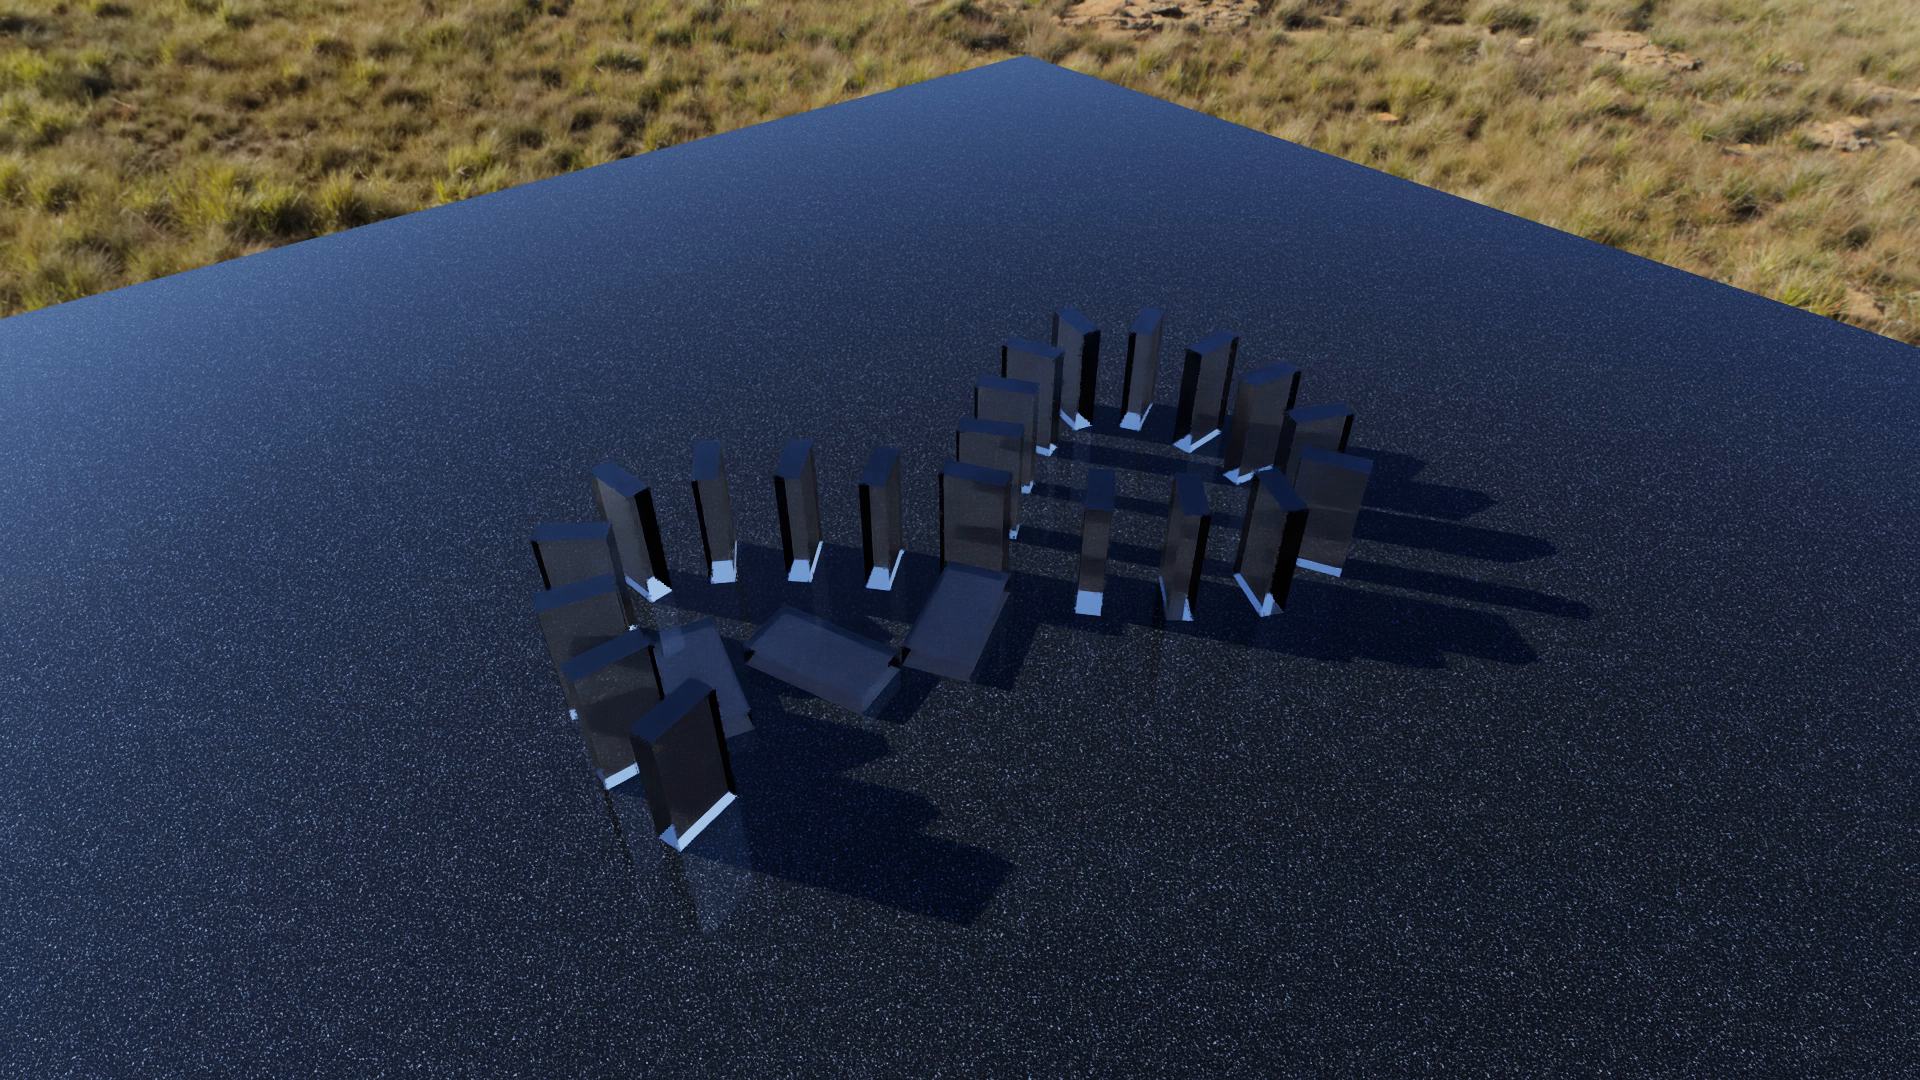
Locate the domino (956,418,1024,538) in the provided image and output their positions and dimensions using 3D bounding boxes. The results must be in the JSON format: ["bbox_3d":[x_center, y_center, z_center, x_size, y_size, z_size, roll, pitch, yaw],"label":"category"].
[{"bbox_3d":[0.012,-0.024,0.441,0.025,0.050,0.009,7,40,9],"label":"domino"}]

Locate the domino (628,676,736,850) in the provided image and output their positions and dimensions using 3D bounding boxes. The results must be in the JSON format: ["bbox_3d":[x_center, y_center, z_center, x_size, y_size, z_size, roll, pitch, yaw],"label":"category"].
[{"bbox_3d":[-0.082,0.067,0.329,0.009,0.050,0.025,23,45,26],"label":"domino"}]

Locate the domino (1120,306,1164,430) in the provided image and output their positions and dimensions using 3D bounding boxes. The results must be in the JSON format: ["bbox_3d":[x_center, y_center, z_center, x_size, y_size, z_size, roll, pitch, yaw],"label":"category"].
[{"bbox_3d":[0.084,-0.079,0.507,0.010,0.050,0.025,15,42,17],"label":"domino"}]

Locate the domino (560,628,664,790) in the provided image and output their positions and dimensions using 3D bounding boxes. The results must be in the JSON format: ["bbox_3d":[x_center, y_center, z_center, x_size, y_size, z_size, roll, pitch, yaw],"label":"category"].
[{"bbox_3d":[-0.106,0.054,0.346,0.025,0.050,0.010,-27,46,-29],"label":"domino"}]

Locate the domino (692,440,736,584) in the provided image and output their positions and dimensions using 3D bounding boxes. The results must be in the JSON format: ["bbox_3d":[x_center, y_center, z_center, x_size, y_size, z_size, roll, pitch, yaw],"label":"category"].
[{"bbox_3d":[-0.094,-0.011,0.424,0.010,0.050,0.025,-5,40,-6],"label":"domino"}]

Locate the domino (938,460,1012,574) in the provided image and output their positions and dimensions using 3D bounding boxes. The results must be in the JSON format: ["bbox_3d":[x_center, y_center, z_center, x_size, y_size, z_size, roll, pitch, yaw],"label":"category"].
[{"bbox_3d":[0.006,-0.005,0.418,0.025,0.050,0.010,12,41,15],"label":"domino"}]

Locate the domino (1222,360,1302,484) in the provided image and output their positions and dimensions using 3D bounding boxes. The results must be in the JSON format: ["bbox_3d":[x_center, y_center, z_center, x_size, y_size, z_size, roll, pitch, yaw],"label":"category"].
[{"bbox_3d":[0.129,-0.050,0.472,0.025,0.050,0.010,-20,43,-23],"label":"domino"}]

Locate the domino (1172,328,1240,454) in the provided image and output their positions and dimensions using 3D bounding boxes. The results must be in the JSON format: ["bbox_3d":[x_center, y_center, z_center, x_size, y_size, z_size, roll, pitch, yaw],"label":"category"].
[{"bbox_3d":[0.110,-0.066,0.493,0.025,0.050,0.010,-31,49,-32],"label":"domino"}]

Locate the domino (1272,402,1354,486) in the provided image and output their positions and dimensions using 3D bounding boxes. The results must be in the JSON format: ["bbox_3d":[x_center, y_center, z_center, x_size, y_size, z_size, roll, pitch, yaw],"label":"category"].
[{"bbox_3d":[0.142,-0.031,0.449,0.025,0.050,0.009,-9,40,-11],"label":"domino"}]

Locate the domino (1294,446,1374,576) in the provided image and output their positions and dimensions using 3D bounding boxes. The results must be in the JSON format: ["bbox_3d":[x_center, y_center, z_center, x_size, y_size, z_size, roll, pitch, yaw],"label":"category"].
[{"bbox_3d":[0.140,-0.011,0.425,0.025,0.050,0.009,16,42,19],"label":"domino"}]

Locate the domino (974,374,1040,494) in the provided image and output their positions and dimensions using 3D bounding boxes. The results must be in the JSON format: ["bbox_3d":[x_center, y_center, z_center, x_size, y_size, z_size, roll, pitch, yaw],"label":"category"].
[{"bbox_3d":[0.019,-0.044,0.466,0.025,0.050,0.009,10,40,12],"label":"domino"}]

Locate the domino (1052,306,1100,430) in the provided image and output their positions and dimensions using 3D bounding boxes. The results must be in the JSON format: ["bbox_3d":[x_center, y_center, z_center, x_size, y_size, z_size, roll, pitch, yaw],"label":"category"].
[{"bbox_3d":[0.052,-0.079,0.508,0.010,0.050,0.025,-18,43,-20],"label":"domino"}]

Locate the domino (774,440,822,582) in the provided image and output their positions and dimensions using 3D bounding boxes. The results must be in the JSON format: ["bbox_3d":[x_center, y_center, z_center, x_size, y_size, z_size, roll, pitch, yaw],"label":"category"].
[{"bbox_3d":[-0.062,-0.011,0.425,0.009,0.050,0.025,3,39,4],"label":"domino"}]

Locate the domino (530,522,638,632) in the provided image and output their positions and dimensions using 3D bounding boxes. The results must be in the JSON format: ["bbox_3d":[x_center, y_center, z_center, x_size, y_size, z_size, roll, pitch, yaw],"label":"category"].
[{"bbox_3d":[-0.133,0.016,0.391,0.025,0.050,0.009,-2,39,-3],"label":"domino"}]

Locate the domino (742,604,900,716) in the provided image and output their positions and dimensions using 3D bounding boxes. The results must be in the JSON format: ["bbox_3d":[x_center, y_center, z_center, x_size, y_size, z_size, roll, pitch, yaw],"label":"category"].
[{"bbox_3d":[-0.049,0.042,0.392,0.050,0.010,0.025,20,43,22],"label":"domino"}]

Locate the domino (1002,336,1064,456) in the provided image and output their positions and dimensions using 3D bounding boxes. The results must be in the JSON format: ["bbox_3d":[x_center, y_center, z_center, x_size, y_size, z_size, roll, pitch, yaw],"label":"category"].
[{"bbox_3d":[0.031,-0.064,0.489,0.025,0.050,0.010,18,43,21],"label":"domino"}]

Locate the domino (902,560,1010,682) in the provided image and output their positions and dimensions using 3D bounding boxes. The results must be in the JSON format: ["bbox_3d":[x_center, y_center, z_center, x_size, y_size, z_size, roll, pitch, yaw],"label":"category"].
[{"bbox_3d":[-0.001,0.029,0.408,0.025,0.010,0.050,12,41,15],"label":"domino"}]

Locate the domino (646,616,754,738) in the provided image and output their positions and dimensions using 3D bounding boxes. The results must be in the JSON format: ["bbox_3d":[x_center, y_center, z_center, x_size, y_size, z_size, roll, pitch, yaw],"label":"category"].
[{"bbox_3d":[-0.092,0.049,0.383,0.025,0.009,0.050,-16,42,-19],"label":"domino"}]

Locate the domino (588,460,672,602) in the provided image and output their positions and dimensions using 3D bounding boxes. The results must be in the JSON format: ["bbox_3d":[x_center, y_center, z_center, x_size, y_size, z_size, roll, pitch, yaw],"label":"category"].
[{"bbox_3d":[-0.124,-0.003,0.415,0.025,0.050,0.009,31,48,32],"label":"domino"}]

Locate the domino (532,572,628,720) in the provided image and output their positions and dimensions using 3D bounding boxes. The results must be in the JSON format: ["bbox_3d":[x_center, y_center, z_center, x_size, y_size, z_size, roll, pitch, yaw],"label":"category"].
[{"bbox_3d":[-0.123,0.036,0.368,0.025,0.050,0.009,-17,42,-20],"label":"domino"}]

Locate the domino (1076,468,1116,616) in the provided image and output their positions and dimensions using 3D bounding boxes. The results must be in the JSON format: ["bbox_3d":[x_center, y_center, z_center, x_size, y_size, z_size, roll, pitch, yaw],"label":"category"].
[{"bbox_3d":[0.050,0.001,0.410,0.010,0.050,0.025,6,40,7],"label":"domino"}]

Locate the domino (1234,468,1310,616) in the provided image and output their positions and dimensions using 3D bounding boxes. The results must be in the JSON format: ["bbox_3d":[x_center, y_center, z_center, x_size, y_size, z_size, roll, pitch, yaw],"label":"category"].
[{"bbox_3d":[0.115,0.001,0.410,0.010,0.050,0.025,-9,40,-10],"label":"domino"}]

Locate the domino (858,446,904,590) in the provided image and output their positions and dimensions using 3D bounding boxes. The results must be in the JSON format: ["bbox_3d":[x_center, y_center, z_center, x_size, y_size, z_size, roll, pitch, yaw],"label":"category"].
[{"bbox_3d":[-0.030,-0.008,0.421,0.010,0.050,0.025,6,40,8],"label":"domino"}]

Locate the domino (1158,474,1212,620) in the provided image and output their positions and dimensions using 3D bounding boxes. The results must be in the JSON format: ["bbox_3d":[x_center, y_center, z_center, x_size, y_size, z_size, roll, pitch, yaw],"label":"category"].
[{"bbox_3d":[0.083,0.003,0.408,0.009,0.050,0.025,0,39,1],"label":"domino"}]
